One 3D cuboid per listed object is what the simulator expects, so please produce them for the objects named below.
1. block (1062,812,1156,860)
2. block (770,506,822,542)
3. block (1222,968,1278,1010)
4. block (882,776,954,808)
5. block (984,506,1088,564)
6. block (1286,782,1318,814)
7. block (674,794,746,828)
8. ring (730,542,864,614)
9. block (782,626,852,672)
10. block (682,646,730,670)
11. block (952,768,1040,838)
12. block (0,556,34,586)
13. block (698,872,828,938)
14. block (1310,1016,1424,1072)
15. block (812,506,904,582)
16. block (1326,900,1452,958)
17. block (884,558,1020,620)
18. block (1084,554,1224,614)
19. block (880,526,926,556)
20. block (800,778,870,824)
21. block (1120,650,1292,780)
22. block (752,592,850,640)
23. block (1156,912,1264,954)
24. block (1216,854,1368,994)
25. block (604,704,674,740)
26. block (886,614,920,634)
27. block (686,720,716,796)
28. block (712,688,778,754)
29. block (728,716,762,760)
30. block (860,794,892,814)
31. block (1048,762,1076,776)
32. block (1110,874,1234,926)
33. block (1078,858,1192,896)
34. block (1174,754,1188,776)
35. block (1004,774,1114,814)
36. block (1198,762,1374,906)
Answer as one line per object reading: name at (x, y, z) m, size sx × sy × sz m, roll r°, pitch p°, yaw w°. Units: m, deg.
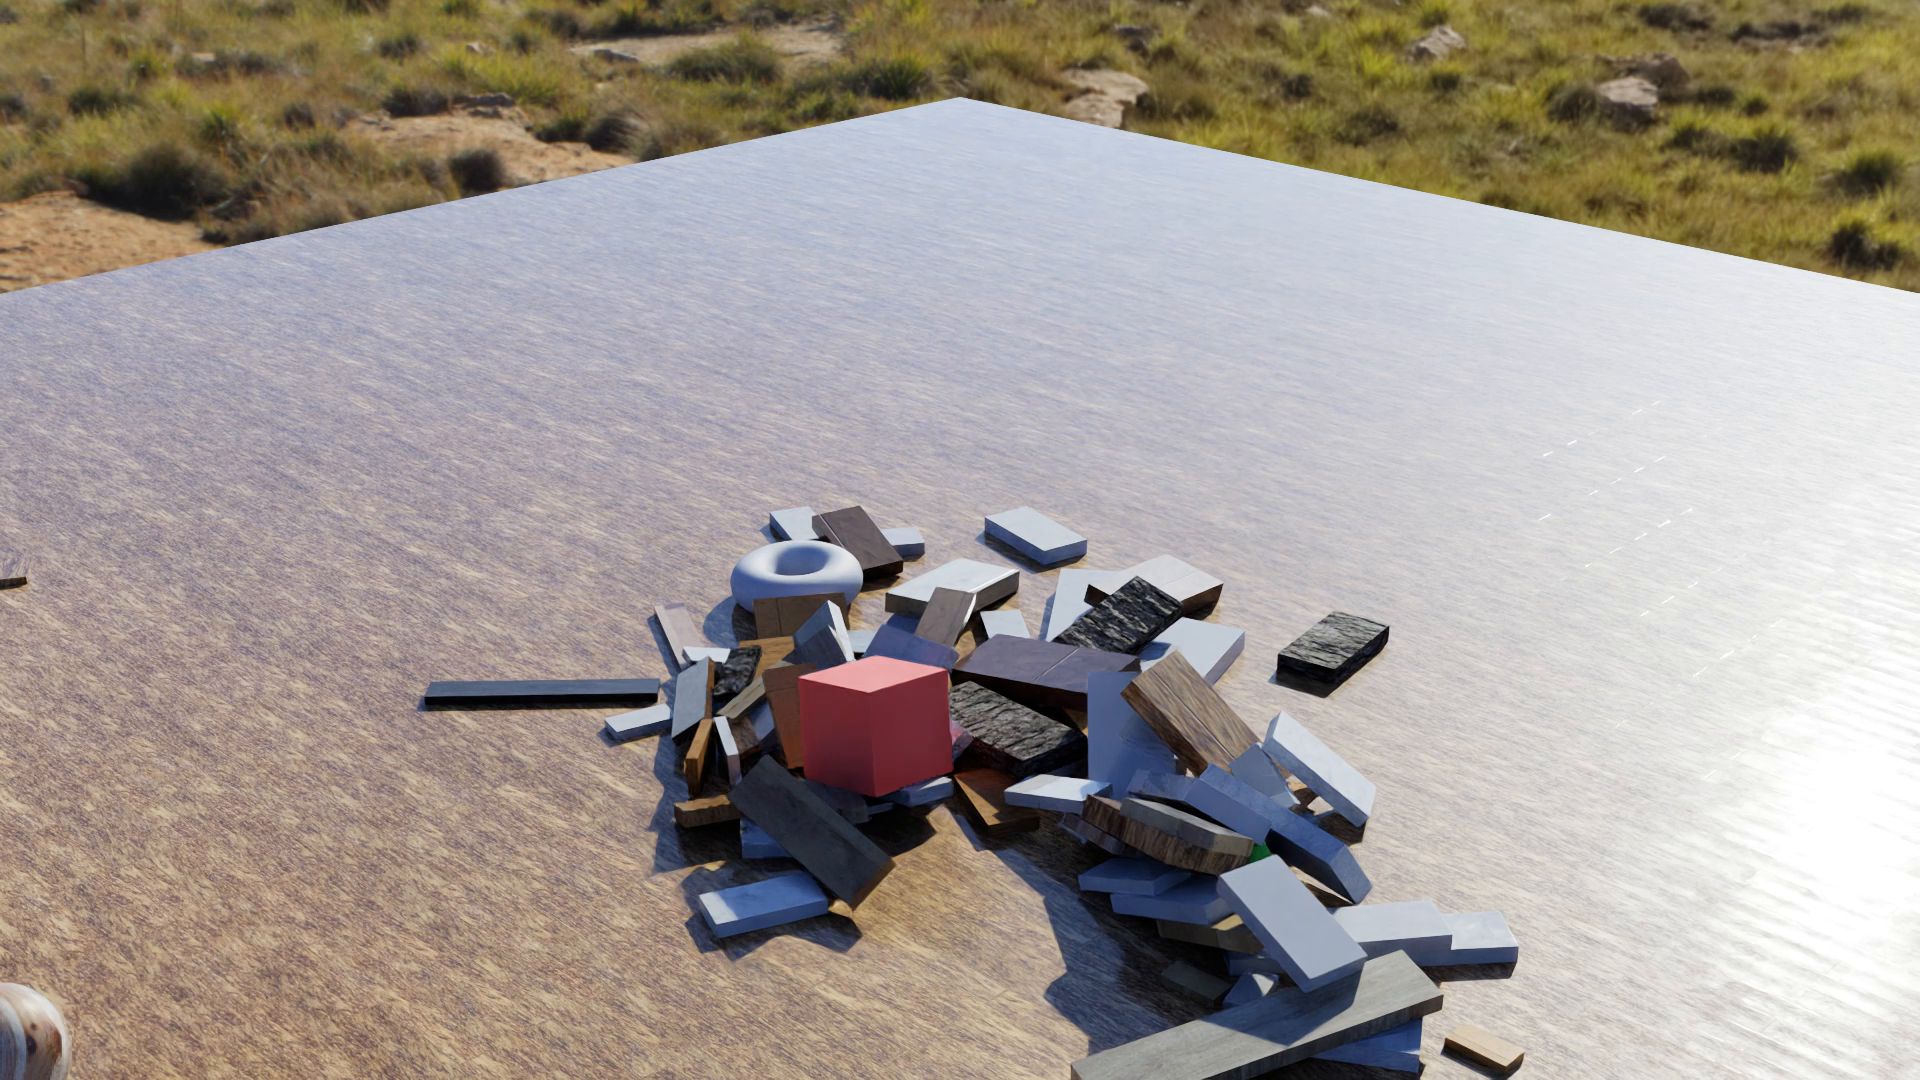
block at (0.290, 0.575, 4.274) m, size 0.100 × 0.028 × 0.200 m, roll 16°, pitch 3°, yaw -28°
block at (-0.417, -0.029, 5.789) m, size 0.109 × 0.031 × 0.219 m, roll -9°, pitch 25°, yaw -20°
block at (0.512, 0.795, 3.866) m, size 0.059 × 0.017 × 0.118 m, roll 12°, pitch 26°, yaw 26°
block at (-0.121, 0.495, 4.488) m, size 0.108 × 0.031 × 0.217 m, roll -11°, pitch 13°, yaw -36°
block at (0.196, -0.013, 5.743) m, size 0.136 × 0.039 × 0.272 m, roll -14°, pitch 27°, yaw -30°
block at (0.664, 0.524, 4.440) m, size 0.077 × 0.022 × 0.155 m, roll 0°, pitch 13°, yaw 31°
block at (-0.450, 0.533, 4.415) m, size 0.229 × 0.032 × 0.114 m, roll -8°, pitch 4°, yaw -19°
ring at (-0.400, 0.097, 5.394) m, size 0.326 × 0.109 × 0.326 m, roll -1°, pitch 23°, yaw 1°
block at (-0.283, 0.317, 4.772) m, size 0.129 × 0.037 × 0.258 m, roll -36°, pitch 49°, yaw 6°
block at (-0.558, 0.273, 5.045) m, size 0.147 × 0.021 × 0.073 m, roll 5°, pitch 20°, yaw -26°
block at (0.072, 0.532, 4.468) m, size 0.108 × 0.031 × 0.217 m, roll -8°, pitch 24°, yaw -18°
block at (-2.383, 0.079, 5.551) m, size 0.066 × 0.019 × 0.131 m, roll -6°, pitch 24°, yaw -14°
block at (-0.368, 0.682, 4.115) m, size 0.217 × 0.031 × 0.108 m, roll -10°, pitch 25°, yaw -21°
block at (0.657, 0.836, 3.744) m, size 0.252 × 0.036 × 0.126 m, roll 5°, pitch 24°, yaw 13°
block at (-0.263, 0.010, 5.614) m, size 0.136 × 0.039 × 0.272 m, roll -13°, pitch 37°, yaw -22°
block at (0.758, 0.705, 3.974) m, size 0.231 × 0.033 × 0.116 m, roll -3°, pitch 23°, yaw -8°
block at (-0.016, 0.123, 5.353) m, size 0.173 × 0.049 × 0.346 m, roll 12°, pitch 19°, yaw 29°
block at (0.470, 0.126, 5.312) m, size 0.173 × 0.049 × 0.347 m, roll 28°, pitch 28°, yaw 30°
block at (-0.209, 0.009, 5.700) m, size 0.219 × 0.031 × 0.109 m, roll -5°, pitch 23°, yaw -11°
block at (-0.264, 0.522, 4.402) m, size 0.117 × 0.033 × 0.234 m, roll -7°, pitch 11°, yaw -13°
block at (0.504, 0.398, 4.507) m, size 0.351 × 0.050 × 0.175 m, roll 48°, pitch 40°, yaw 12°
block at (-0.376, 0.187, 5.207) m, size 0.219 × 0.031 × 0.109 m, roll -4°, pitch 59°, yaw -10°
block at (0.484, 0.688, 3.956) m, size 0.129 × 0.037 × 0.258 m, roll -18°, pitch 8°, yaw -32°
block at (0.574, 0.664, 3.824) m, size 0.129 × 0.037 × 0.258 m, roll -15°, pitch 44°, yaw -29°
block at (-0.695, 0.397, 4.800) m, size 0.144 × 0.020 × 0.072 m, roll -13°, pitch 26°, yaw -28°
block at (-0.135, 0.251, 5.120) m, size 0.136 × 0.039 × 0.272 m, roll 7°, pitch 24°, yaw 16°
block at (-0.540, 0.452, 4.585) m, size 0.024 × 0.086 × 0.172 m, roll 1°, pitch 23°, yaw 5°
block at (-0.459, 0.374, 4.758) m, size 0.121 × 0.034 × 0.242 m, roll -43°, pitch 38°, yaw -22°
block at (-0.458, 0.418, 4.658) m, size 0.054 × 0.015 × 0.108 m, roll -29°, pitch 35°, yaw -4°
block at (-0.210, 0.538, 4.469) m, size 0.131 × 0.019 × 0.066 m, roll -10°, pitch 25°, yaw -22°
block at (0.145, 0.456, 4.652) m, size 0.097 × 0.027 × 0.193 m, roll -18°, pitch 29°, yaw -36°
block at (0.410, 0.657, 4.050) m, size 0.129 × 0.037 × 0.258 m, roll -19°, pitch 8°, yaw -36°
block at (0.327, 0.633, 4.141) m, size 0.100 × 0.028 × 0.200 m, roll -19°, pitch 8°, yaw -39°
block at (0.413, 0.417, 4.725) m, size 0.144 × 0.041 × 0.288 m, roll 2°, pitch 23°, yaw 4°
block at (0.197, 0.506, 4.394) m, size 0.200 × 0.028 × 0.100 m, roll 2°, pitch 17°, yaw 41°
block at (0.618, 0.560, 4.199) m, size 0.049 × 0.172 × 0.345 m, roll -49°, pitch 46°, yaw -11°
